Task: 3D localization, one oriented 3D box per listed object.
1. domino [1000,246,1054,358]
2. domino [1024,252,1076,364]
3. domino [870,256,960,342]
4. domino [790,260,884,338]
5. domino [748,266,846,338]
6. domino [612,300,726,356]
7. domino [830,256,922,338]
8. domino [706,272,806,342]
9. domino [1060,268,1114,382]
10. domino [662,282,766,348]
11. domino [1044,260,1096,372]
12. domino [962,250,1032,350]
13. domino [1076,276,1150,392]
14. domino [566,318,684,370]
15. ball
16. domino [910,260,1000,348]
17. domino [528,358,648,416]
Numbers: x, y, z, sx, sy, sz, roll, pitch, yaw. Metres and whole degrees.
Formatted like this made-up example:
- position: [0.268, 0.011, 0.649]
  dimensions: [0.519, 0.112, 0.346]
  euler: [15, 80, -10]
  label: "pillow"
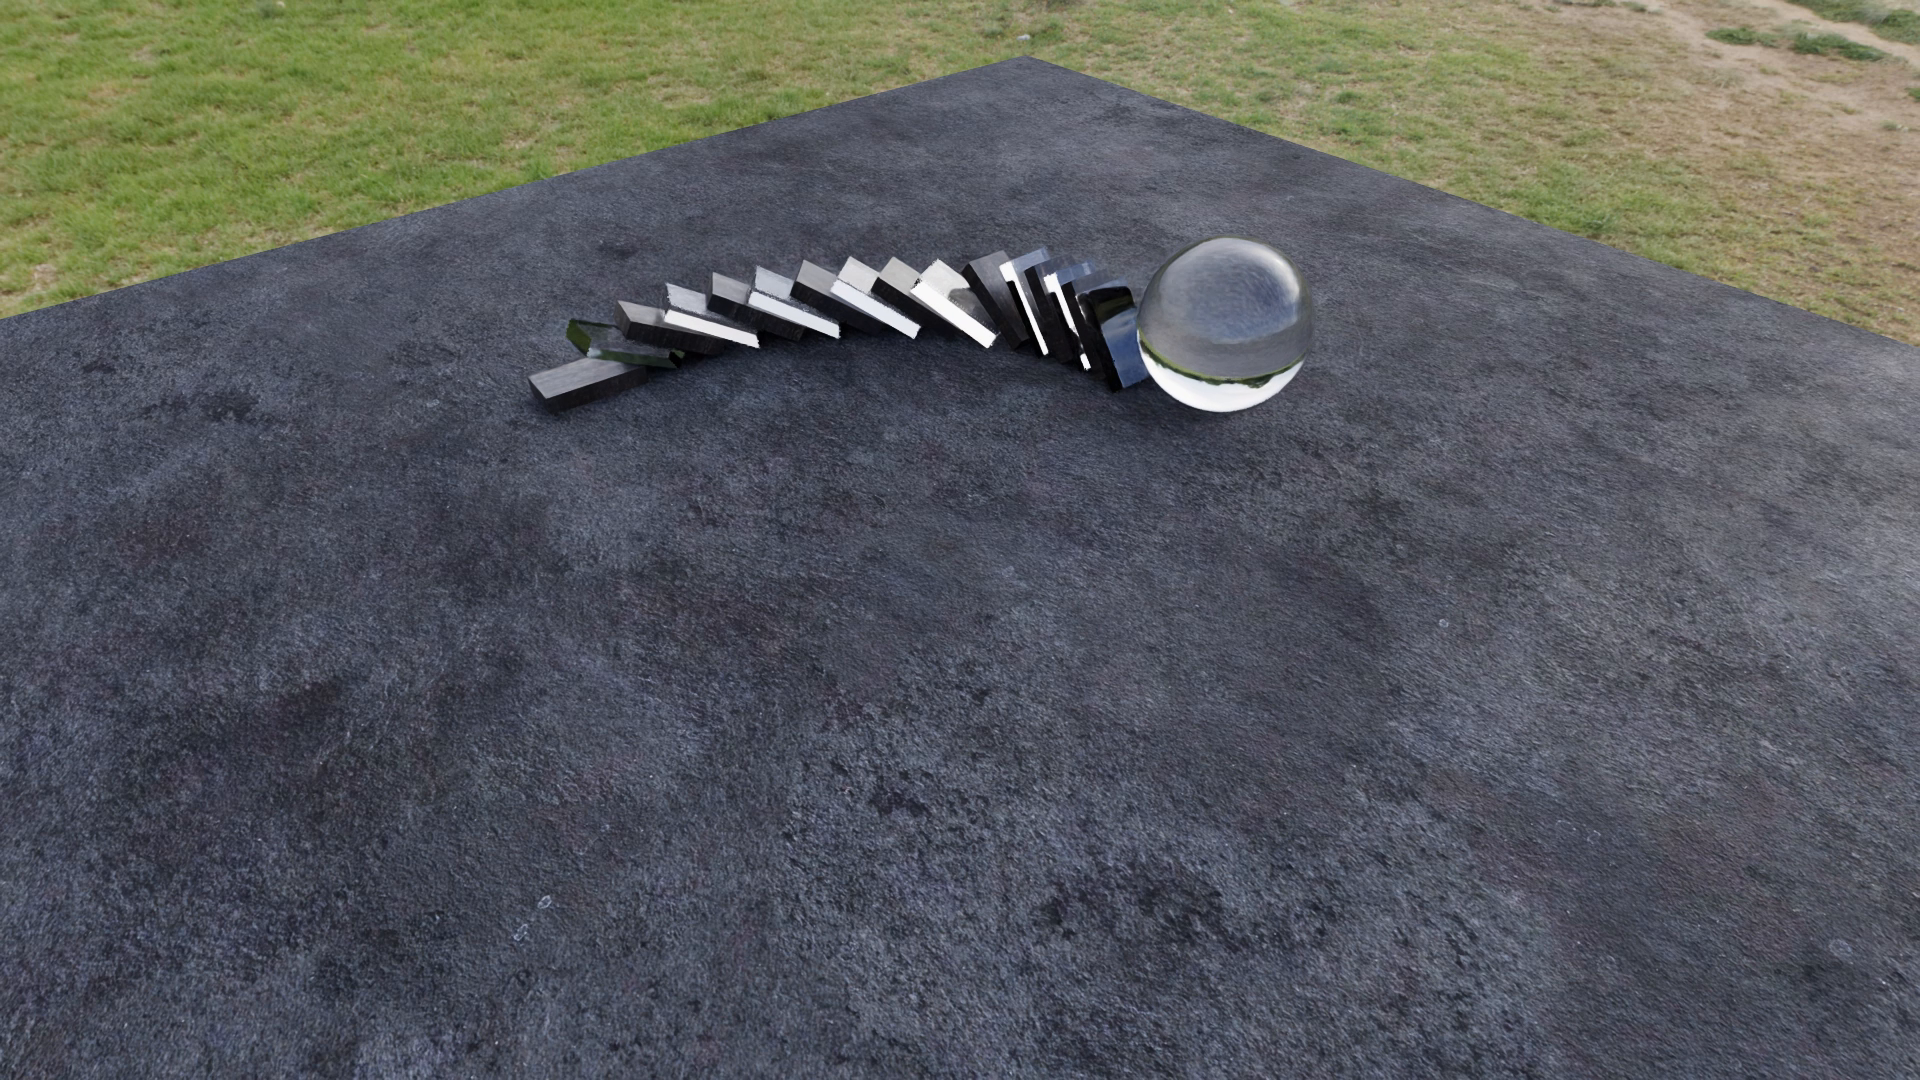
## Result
- position: [0.042, -0.122, 0.564]
  dimensions: [0.025, 0.050, 0.010]
  euler: [-29, 10, -31]
  label: "domino"
- position: [0.054, -0.118, 0.559]
  dimensions: [0.025, 0.050, 0.010]
  euler: [-26, 8, -28]
  label: "domino"
- position: [-0.020, -0.127, 0.581]
  dimensions: [0.050, 0.009, 0.025]
  euler: [32, 42, -6]
  label: "domino"
- position: [-0.063, -0.128, 0.582]
  dimensions: [0.050, 0.009, 0.025]
  euler: [24, 37, -15]
  label: "domino"
- position: [-0.085, -0.125, 0.579]
  dimensions: [0.050, 0.009, 0.025]
  euler: [19, 35, -20]
  label: "domino"
- position: [-0.147, -0.107, 0.557]
  dimensions: [0.050, 0.010, 0.025]
  euler: [5, 31, -38]
  label: "domino"
- position: [-0.041, -0.129, 0.583]
  dimensions: [0.050, 0.009, 0.025]
  euler: [28, 39, -10]
  label: "domino"
- position: [-0.107, -0.122, 0.575]
  dimensions: [0.050, 0.009, 0.025]
  euler: [16, 33, -24]
  label: "domino"
- position: [0.071, -0.107, 0.546]
  dimensions: [0.025, 0.050, 0.009]
  euler: [-26, 8, -28]
  label: "domino"
- position: [-0.127, -0.116, 0.568]
  dimensions: [0.050, 0.010, 0.025]
  euler: [12, 32, -28]
  label: "domino"
- position: [0.063, -0.113, 0.553]
  dimensions: [0.025, 0.050, 0.009]
  euler: [-26, 8, -28]
  label: "domino"
- position: [0.025, -0.125, 0.574]
  dimensions: [0.025, 0.009, 0.050]
  euler: [-29, 82, -34]
  label: "domino"
- position: [0.077, -0.101, 0.538]
  dimensions: [0.025, 0.050, 0.010]
  euler: [-26, 8, -28]
  label: "domino"
- position: [-0.165, -0.097, 0.544]
  dimensions: [0.050, 0.010, 0.025]
  euler: [0, 30, -45]
  label: "domino"
- position: [0.122, -0.099, 0.509]
  dimensions: [0.080, 0.080, 0.080]
  euler: [0, 39, 0]
  label: "ball"
- position: [0.001, -0.124, 0.577]
  dimensions: [0.050, 0.009, 0.025]
  euler: [36, 45, -2]
  label: "domino"
- position: [-0.182, -0.079, 0.539]
  dimensions: [0.050, 0.010, 0.025]
  euler: [-25, 46, -28]
  label: "domino"
